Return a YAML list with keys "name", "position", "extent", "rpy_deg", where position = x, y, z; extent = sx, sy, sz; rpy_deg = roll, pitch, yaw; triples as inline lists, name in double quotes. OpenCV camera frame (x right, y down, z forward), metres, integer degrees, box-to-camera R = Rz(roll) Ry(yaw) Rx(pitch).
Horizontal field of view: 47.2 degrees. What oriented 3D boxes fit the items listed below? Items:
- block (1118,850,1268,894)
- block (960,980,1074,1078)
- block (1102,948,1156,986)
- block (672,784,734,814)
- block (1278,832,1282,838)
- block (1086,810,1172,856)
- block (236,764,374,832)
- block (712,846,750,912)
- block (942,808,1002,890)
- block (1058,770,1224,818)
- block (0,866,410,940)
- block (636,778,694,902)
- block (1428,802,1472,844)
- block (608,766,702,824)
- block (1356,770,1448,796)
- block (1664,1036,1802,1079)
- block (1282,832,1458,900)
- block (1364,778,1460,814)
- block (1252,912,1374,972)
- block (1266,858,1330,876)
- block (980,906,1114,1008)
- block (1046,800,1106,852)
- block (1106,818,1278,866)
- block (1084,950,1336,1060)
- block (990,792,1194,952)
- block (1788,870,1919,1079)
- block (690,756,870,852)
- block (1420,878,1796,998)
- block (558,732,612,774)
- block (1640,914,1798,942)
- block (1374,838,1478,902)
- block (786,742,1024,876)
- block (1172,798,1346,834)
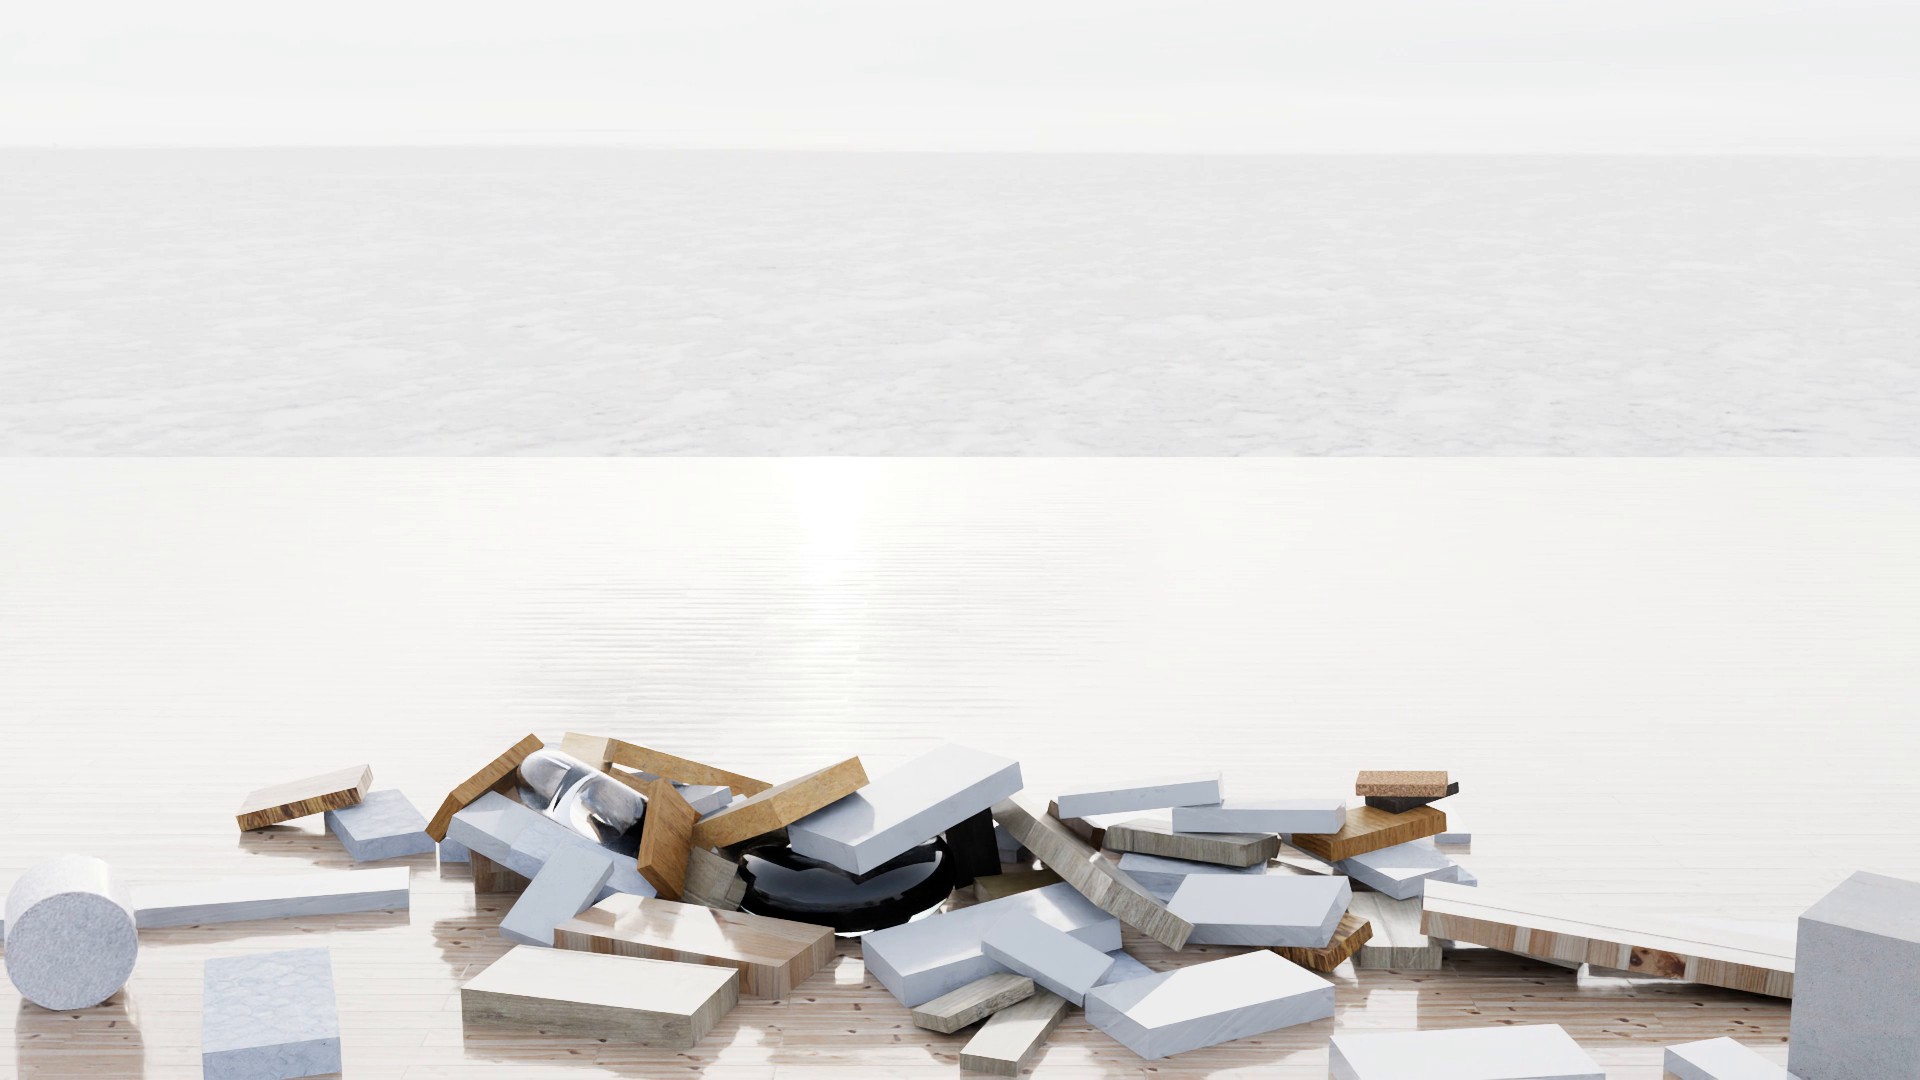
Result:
- name: "block"
  position: [0.383, 0.550, 3.634]
  extent: [0.234, 0.033, 0.117]
  rpy_deg: [3, 11, 14]
- name: "block"
  position: [0.087, 0.684, 3.100]
  extent: [0.081, 0.023, 0.288]
  rpy_deg: [4, 11, 20]
- name: "block"
  position: [0.169, 0.630, 3.375]
  extent: [0.105, 0.030, 0.360]
  rpy_deg: [-5, 12, -25]
- name: "block"
  position: [-0.505, 0.470, 3.942]
  extent: [0.100, 0.028, 0.201]
  rpy_deg: [-20, 9, -39]
- name: "block"
  position: [0.589, 0.519, 3.998]
  extent: [0.065, 0.018, 0.131]
  rpy_deg: [1, 11, 6]
- name: "block"
  position: [0.321, 0.526, 3.916]
  extent: [0.127, 0.036, 0.255]
  rpy_deg: [-9, 14, -39]
- name: "block"
  position: [-1.203, 0.472, 4.042]
  extent: [0.226, 0.032, 0.113]
  rpy_deg: [-14, 17, 0]
- name: "block"
  position: [-0.390, 0.565, 3.561]
  extent: [0.025, 0.088, 0.176]
  rpy_deg: [26, 2, -20]
- name: "block"
  position: [0.014, 0.492, 3.685]
  extent: [0.086, 0.172, 0.024]
  rpy_deg: [-15, 17, -17]
- name: "block"
  position: [0.311, 0.435, 3.757]
  extent: [0.272, 0.039, 0.136]
  rpy_deg: [-7, -1, 10]
- name: "block"
  position: [-1.344, 0.595, 3.555]
  extent: [0.881, 0.032, 0.113]
  rpy_deg: [-2, 11, -13]
- name: "block"
  position: [-0.485, 0.494, 3.632]
  extent: [0.027, 0.095, 0.189]
  rpy_deg: [-21, 38, 19]
- name: "block"
  position: [0.880, 0.516, 4.018]
  extent: [0.065, 0.018, 0.185]
  rpy_deg: [0, 11, 0]
- name: "block"
  position: [-0.534, 0.447, 3.822]
  extent: [0.095, 0.027, 0.189]
  rpy_deg: [40, -17, -32]
- name: "block"
  position: [0.761, 0.419, 3.787]
  extent: [0.150, 0.021, 0.075]
  rpy_deg: [-2, 12, 17]
- name: "block"
  position: [1.062, 0.728, 2.847]
  extent: [0.103, 0.029, 0.338]
  rpy_deg: [-4, 11, -20]
- name: "block"
  position: [0.685, 0.527, 3.702]
  extent: [0.117, 0.033, 0.341]
  rpy_deg: [-10, 13, -23]
- name: "block"
  position: [0.780, 0.437, 3.798]
  extent: [0.150, 0.021, 0.075]
  rpy_deg: [-12, 14, -32]
- name: "block"
  position: [0.523, 0.603, 3.402]
  extent: [0.105, 0.030, 0.210]
  rpy_deg: [-30, 23, -32]
- name: "block"
  position: [0.528, 0.571, 3.691]
  extent: [0.206, 0.029, 0.103]
  rpy_deg: [10, 15, 44]
- name: "block"
  position: [0.128, 0.607, 3.212]
  extent: [0.176, 0.025, 0.088]
  rpy_deg: [24, 40, 25]
- name: "block"
  position: [0.193, 0.517, 3.820]
  extent: [0.024, 0.086, 0.172]
  rpy_deg: [14, 4, -25]
- name: "block"
  position: [0.388, 0.505, 3.685]
  extent: [0.255, 0.036, 0.127]
  rpy_deg: [3, 2, 31]
- name: "block"
  position: [0.359, 0.663, 3.152]
  extent: [0.322, 0.046, 0.161]
  rpy_deg: [-6, 12, -29]
- name: "block"
  position: [0.151, 0.498, 3.654]
  extent: [0.161, 0.046, 0.786]
  rpy_deg: [32, -2, -21]
- name: "block"
  position: [1.266, 0.608, 2.919]
  extent: [0.239, 0.239, 0.239]
  rpy_deg: [9, 14, 39]
- name: "block"
  position: [-0.309, 0.444, 3.650]
  extent: [0.176, 0.050, 0.352]
  rpy_deg: [-23, -2, -34]
- name: "block"
  position: [1.037, 0.606, 3.284]
  extent: [0.686, 0.040, 0.140]
  rpy_deg: [8, 12, 11]
- name: "block"
  position: [-0.705, 0.410, 4.144]
  extent: [0.100, 0.028, 0.201]
  rpy_deg: [10, 11, -6]
- name: "block"
  position: [1.165, 0.622, 3.409]
  extent: [0.374, 0.032, 0.114]
  rpy_deg: [2, 11, 11]
- name: "block"
  position: [0.754, 0.556, 3.744]
  extent: [0.140, 0.040, 0.280]
  rpy_deg: [-2, 11, -12]
- name: "block"
  position: [-0.086, 0.430, 3.561]
  extent: [0.352, 0.050, 0.176]
  rpy_deg: [-23, 21, -37]
- name: "block"
  position: [0.503, 0.462, 3.692]
  extent: [0.272, 0.039, 0.136]
  rpy_deg: [-2, 1, 17]
